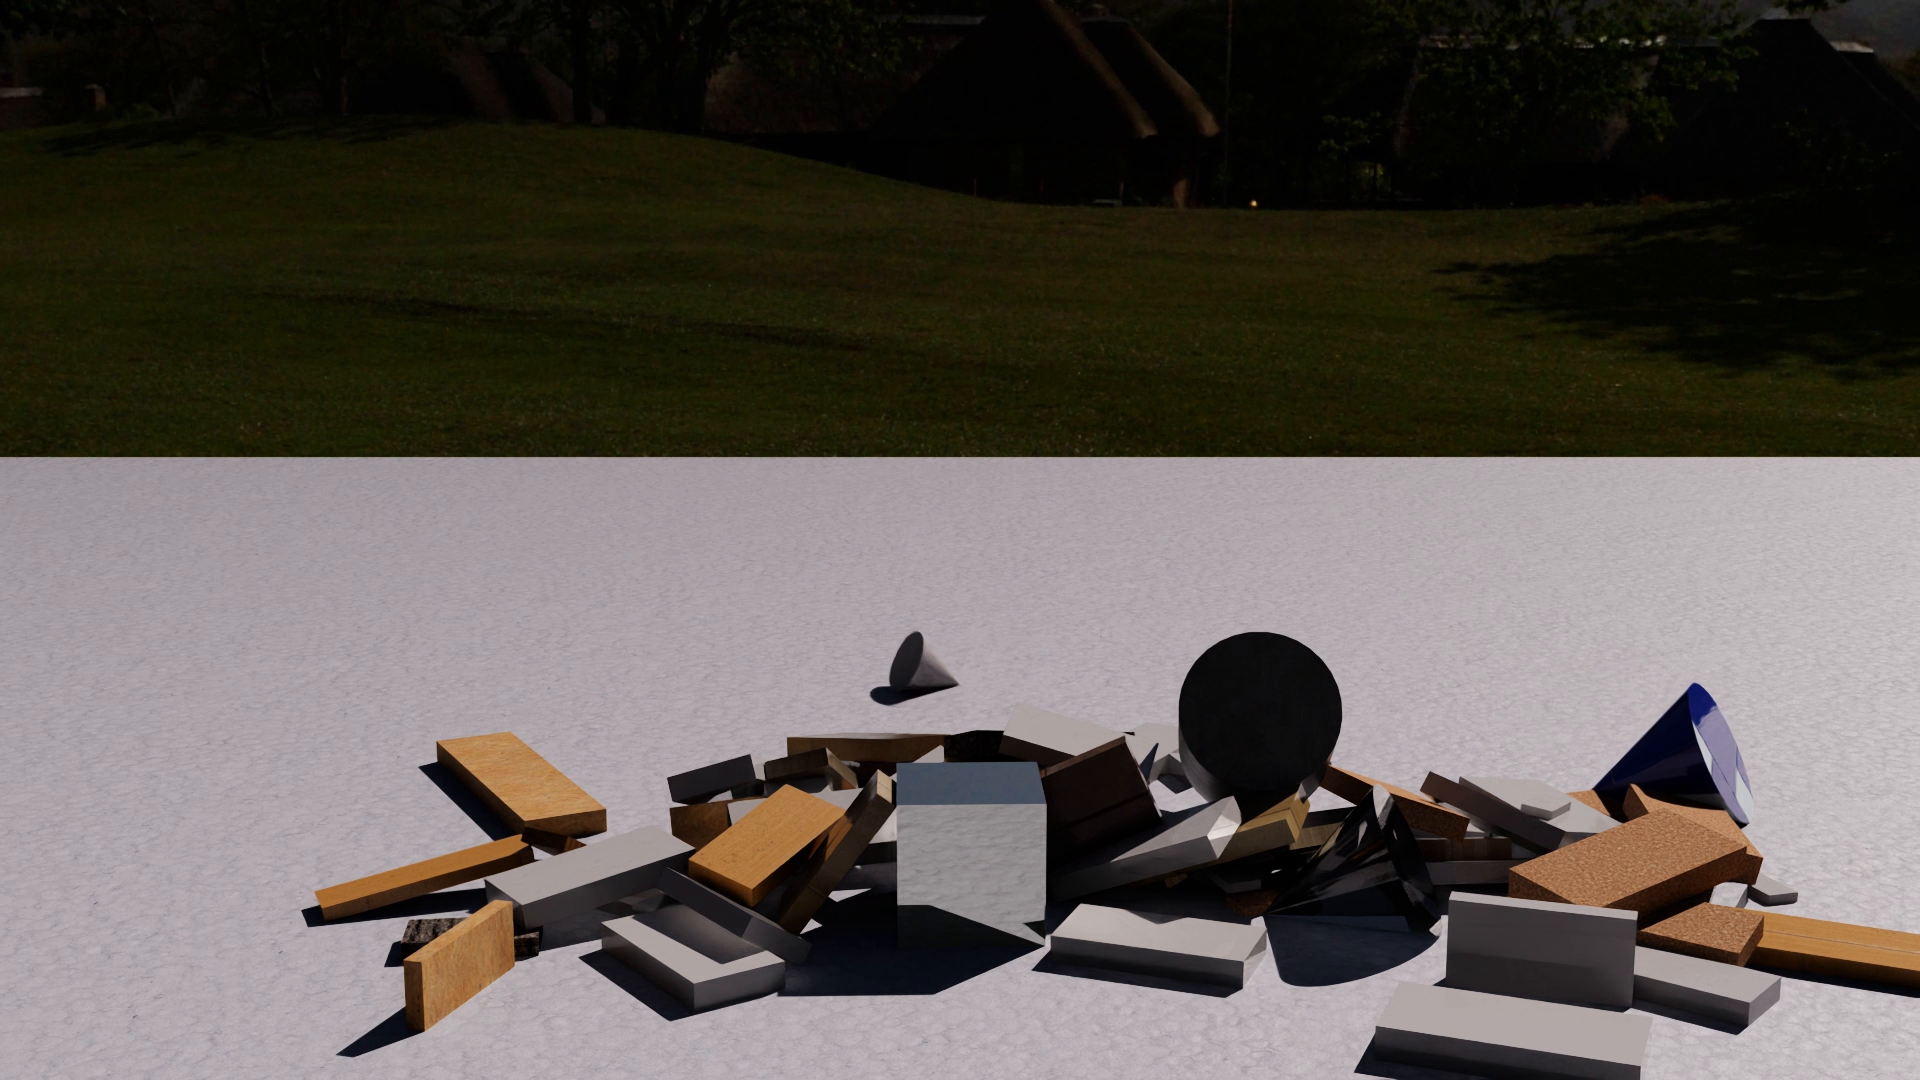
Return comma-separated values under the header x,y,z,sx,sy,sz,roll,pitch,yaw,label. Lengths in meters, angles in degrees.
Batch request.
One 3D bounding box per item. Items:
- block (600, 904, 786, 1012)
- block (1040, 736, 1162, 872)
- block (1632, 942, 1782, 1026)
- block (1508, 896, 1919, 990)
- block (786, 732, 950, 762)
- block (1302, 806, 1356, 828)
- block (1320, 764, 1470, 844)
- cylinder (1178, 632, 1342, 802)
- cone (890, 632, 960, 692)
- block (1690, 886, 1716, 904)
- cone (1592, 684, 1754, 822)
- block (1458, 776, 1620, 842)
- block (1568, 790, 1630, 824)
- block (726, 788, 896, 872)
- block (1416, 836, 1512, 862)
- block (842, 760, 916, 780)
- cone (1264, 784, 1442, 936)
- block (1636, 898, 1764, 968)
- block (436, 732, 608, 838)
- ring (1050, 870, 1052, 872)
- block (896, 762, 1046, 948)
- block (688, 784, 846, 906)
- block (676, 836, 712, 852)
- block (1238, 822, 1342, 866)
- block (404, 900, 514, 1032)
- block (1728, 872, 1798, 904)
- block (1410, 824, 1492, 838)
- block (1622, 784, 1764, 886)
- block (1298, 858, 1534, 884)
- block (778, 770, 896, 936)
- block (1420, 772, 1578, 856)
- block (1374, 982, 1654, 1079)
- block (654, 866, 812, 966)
x,y,z,sx,sy,sz,roll,pitch,yaw,label
-0.408,0.630,3.338,0.152,0.043,0.304,-7,13,-34,block
0.167,0.457,3.661,0.303,0.152,0.043,-24,8,7,block
1.061,0.650,3.248,0.256,0.036,0.128,9,14,39,block
1.173,0.609,3.431,0.624,0.031,0.110,5,22,26,block
-0.180,0.403,4.289,0.153,0.043,0.307,0,-3,-44,block
0.567,0.507,3.890,0.266,0.038,0.133,-4,-9,-21,block
0.756,0.459,3.874,0.152,0.043,0.494,18,-1,-2,block
0.523,0.329,3.867,0.277,0.277,0.277,1,-17,6,cylinder
-0.060,0.305,5.023,0.147,0.147,0.147,25,1,-23,cone
1.178,0.566,3.528,0.056,0.112,0.016,13,-26,31,block
1.299,0.442,4.132,0.272,0.272,0.272,-25,-3,29,cone
1.056,0.500,3.962,0.171,0.048,0.342,5,9,-17,block
1.195,0.500,4.097,0.075,0.021,0.149,-4,11,-21,block
-0.226,0.487,3.695,0.312,0.043,0.153,-5,30,-12,block
0.806,0.527,3.749,0.250,0.035,0.125,-2,-7,8,block
-0.161,0.439,4.256,0.111,0.031,0.222,-1,-2,-14,block
0.600,0.557,3.530,0.256,0.256,0.256,-25,3,18,cone
1.090,0.594,3.390,0.256,0.036,0.128,9,24,34,block
-0.848,0.467,4.212,0.152,0.043,0.593,-6,12,-28,block
0.081,0.487,3.883,0.384,0.128,0.384,1,12,0,ring
0.015,0.500,3.522,0.231,0.231,0.231,0,11,-2,block
-0.311,0.496,3.591,0.129,0.036,0.257,20,33,27,block
-0.483,0.537,3.691,0.207,0.029,0.103,4,21,19,block
0.580,0.512,3.729,0.221,0.031,0.110,0,-19,-45,block
-0.731,0.620,3.222,0.029,0.103,0.259,3,11,17,block
1.341,0.581,3.675,0.056,0.016,0.112,-3,11,-16,block
0.885,0.522,3.978,0.149,0.021,0.075,4,11,19,block
1.267,0.507,3.820,0.171,0.048,0.342,15,9,7,block
0.787,0.554,3.669,0.426,0.035,0.125,-1,-7,-4,block
-0.195,0.499,3.511,0.038,0.266,0.133,36,8,-8,block
0.935,0.484,3.763,0.275,0.039,0.137,23,-8,43,block
0.762,0.685,3.022,0.348,0.049,0.174,4,11,22,block
-0.354,0.582,3.414,0.129,0.036,0.257,34,-11,-38,block
